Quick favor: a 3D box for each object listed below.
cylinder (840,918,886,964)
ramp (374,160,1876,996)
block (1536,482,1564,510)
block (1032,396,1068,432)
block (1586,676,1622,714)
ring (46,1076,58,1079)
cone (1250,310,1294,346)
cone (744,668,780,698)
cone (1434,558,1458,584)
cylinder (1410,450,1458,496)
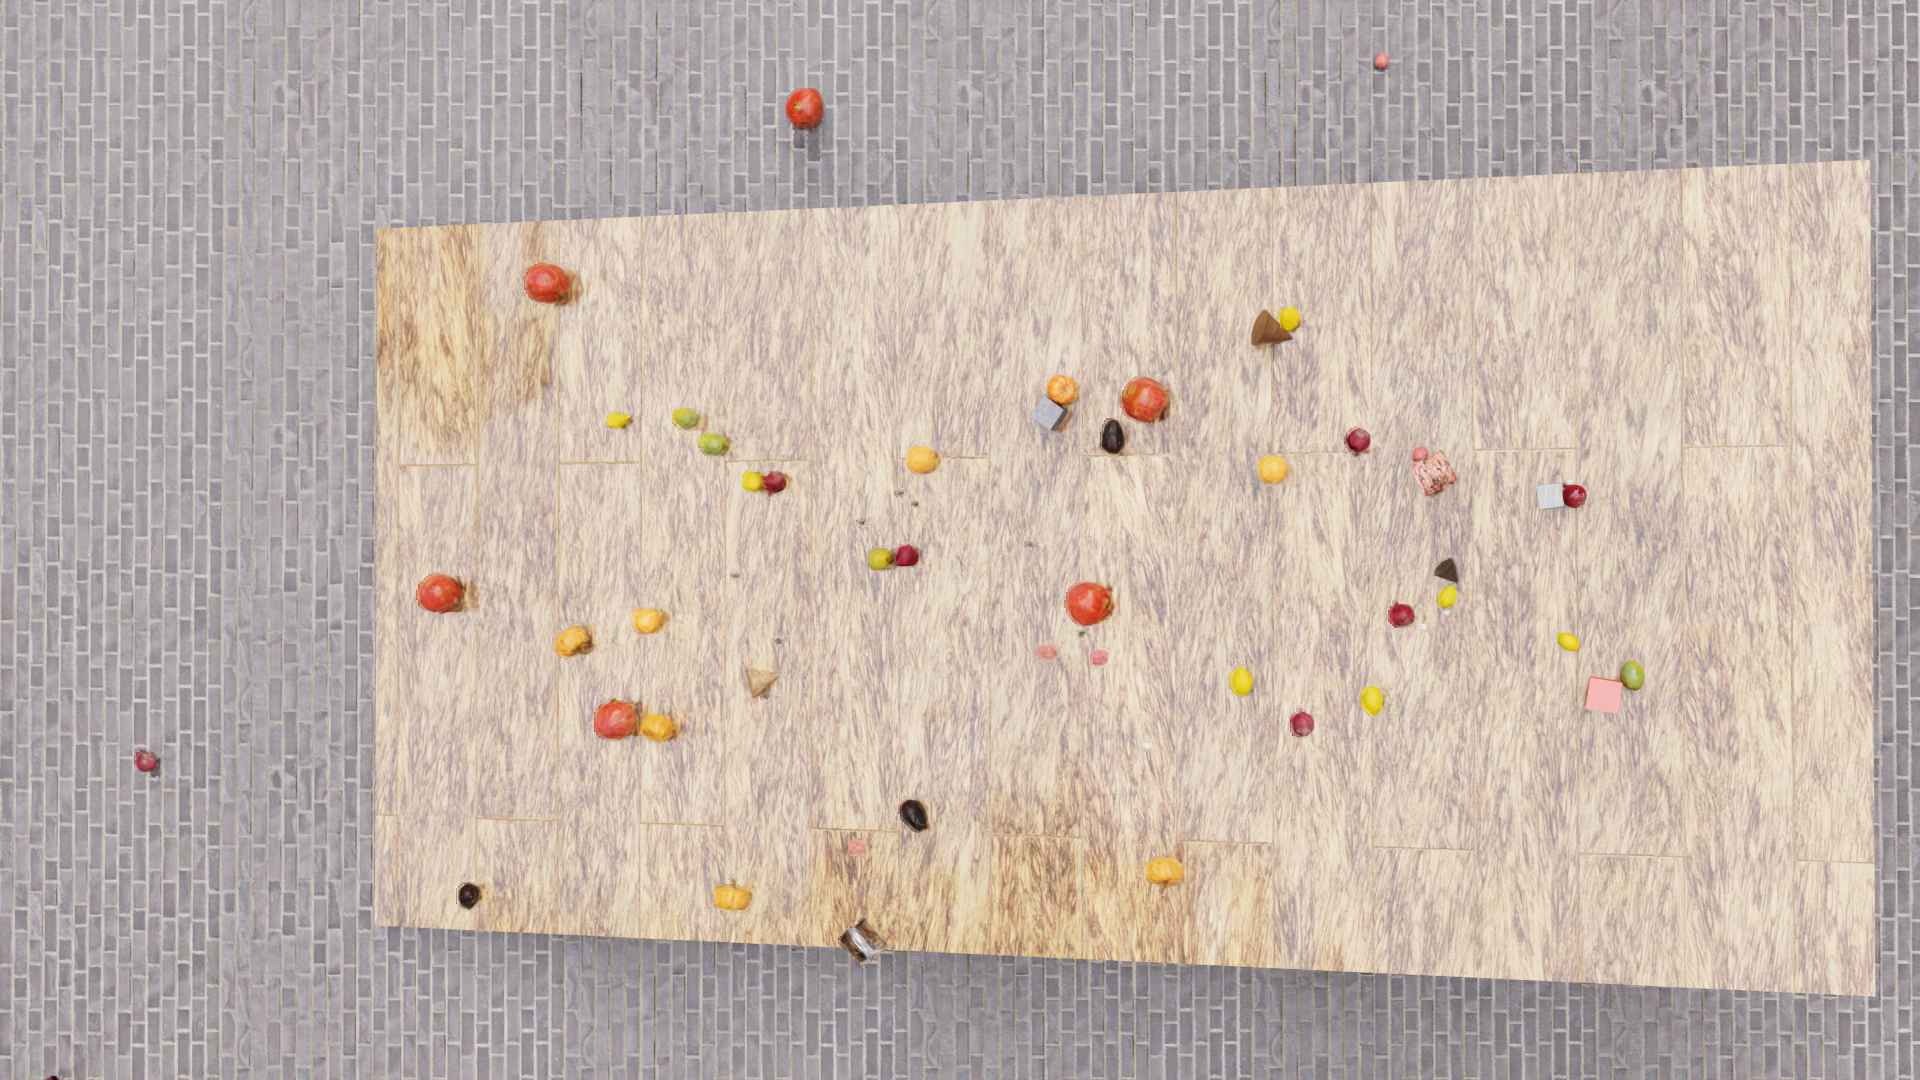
[{"bbox_3d":[-0.258,1.071,5.865,0.088,0.088,0.088,-41,79,-1],"label":"cylinder"},{"bbox_3d":[0.266,0.097,5.834,4.000,0.100,2.000,0,89,15],"label":"ramp"},{"bbox_3d":[1.457,-0.108,5.429,0.058,0.058,0.058,-8,87,15],"label":"block"},{"bbox_3d":[0.236,-0.331,5.764,0.064,0.064,0.064,36,98,13],"label":"block"},{"bbox_3d":[1.575,0.379,5.381,0.075,0.075,0.075,9,92,15],"label":"block"},{"bbox_3d":[-2.640,1.576,6.348,0.077,0.077,0.026,-38,92,-1],"label":"ring"},{"bbox_3d":[0.809,-0.528,5.620,0.098,0.098,0.098,17,89,-12],"label":"cone"},{"bbox_3d":[-0.530,0.375,5.975,0.088,0.088,0.088,-15,89,-12],"label":"cone"},{"bbox_3d":[1.229,0.089,5.505,0.061,0.061,0.061,43,89,-18],"label":"cone"},{"bbox_3d":[1.183,-0.166,5.491,0.086,0.086,0.086,-28,89,13],"label":"cylinder"}]
